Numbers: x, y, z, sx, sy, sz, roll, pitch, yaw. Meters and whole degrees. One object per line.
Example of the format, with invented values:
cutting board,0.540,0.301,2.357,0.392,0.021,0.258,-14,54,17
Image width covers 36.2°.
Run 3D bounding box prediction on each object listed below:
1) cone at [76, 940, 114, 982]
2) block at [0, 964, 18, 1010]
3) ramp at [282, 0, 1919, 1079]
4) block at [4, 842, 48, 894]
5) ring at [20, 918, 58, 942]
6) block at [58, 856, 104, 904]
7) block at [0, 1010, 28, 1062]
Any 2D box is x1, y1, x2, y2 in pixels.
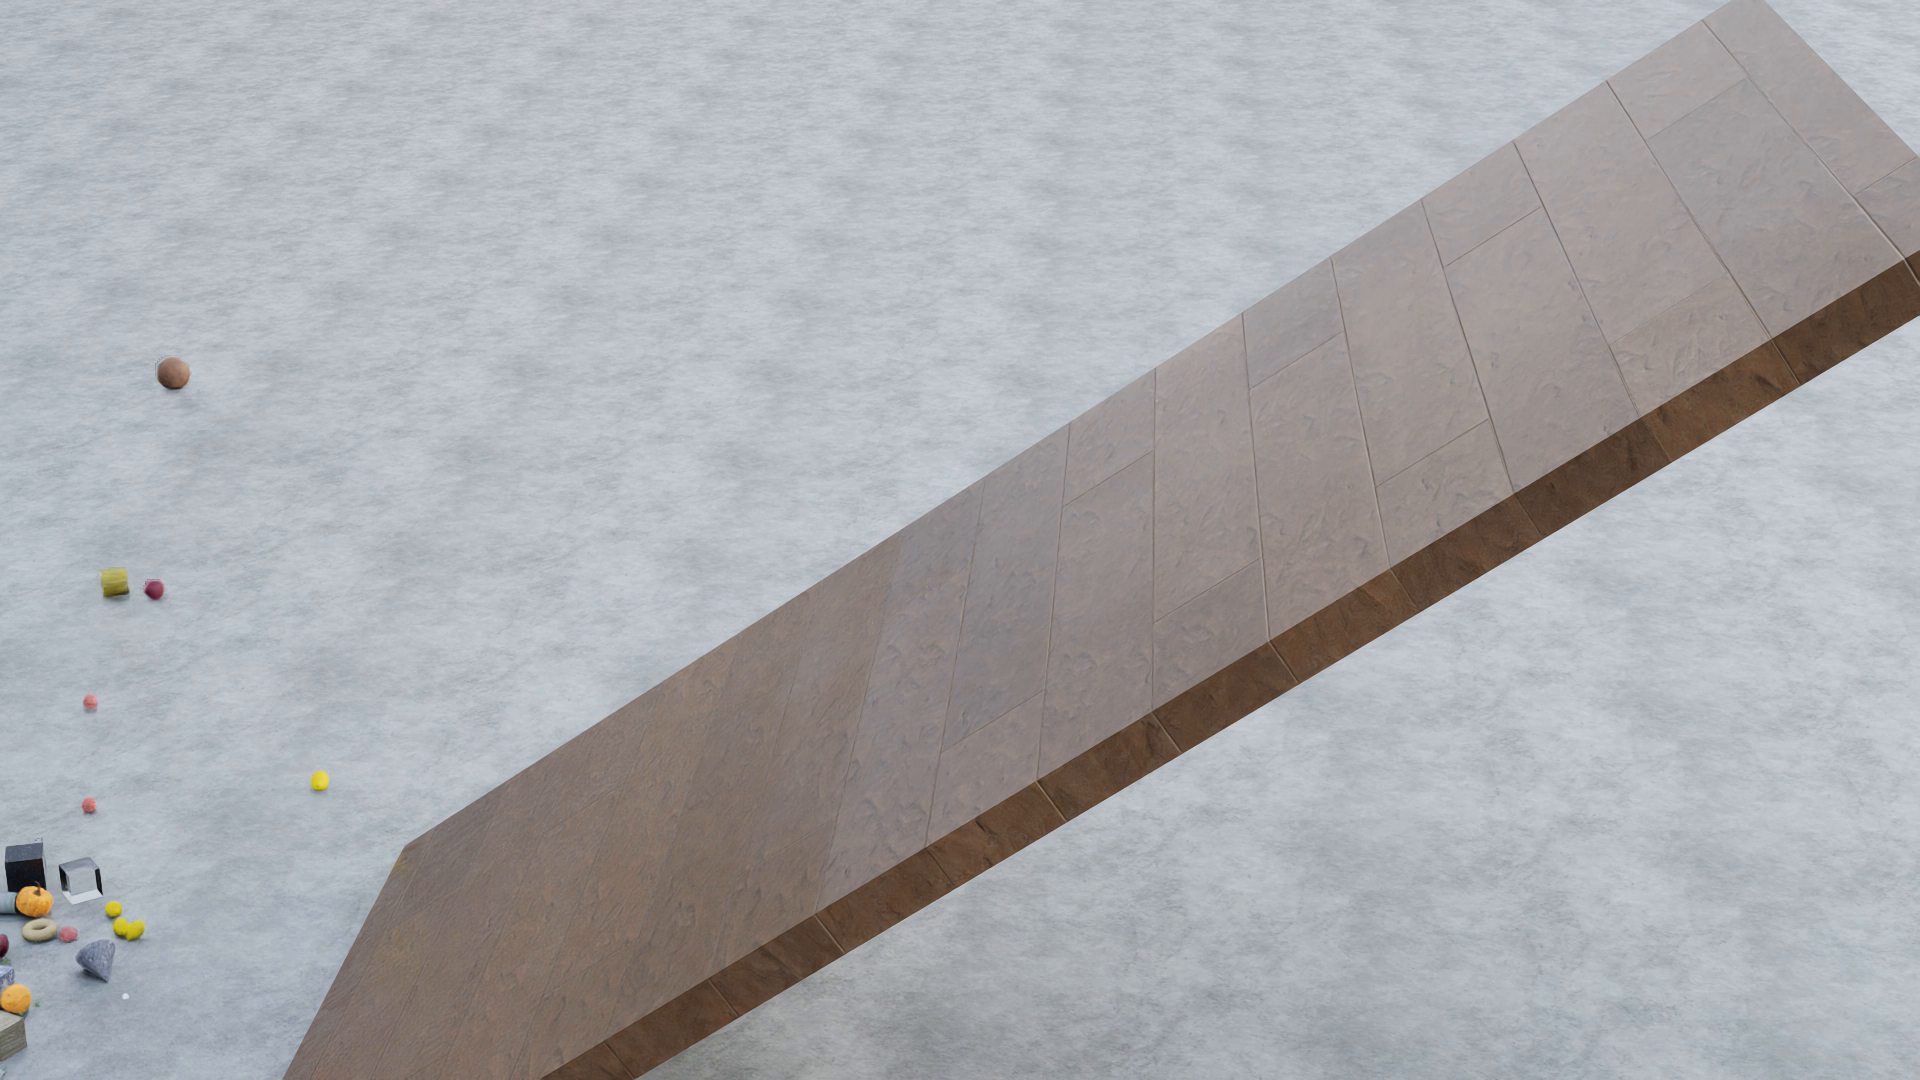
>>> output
cone,-2.117,1.057,7.256,0.099,0.099,0.099,-13,52,-30
block,-2.350,1.086,7.118,0.089,0.089,0.089,9,23,21
ramp,0.136,0.174,6.305,4.000,0.100,2.000,-32,16,15
block,-2.443,0.859,7.693,0.095,0.095,0.095,-5,22,-14
ring,-2.333,0.989,7.451,0.090,0.030,0.090,-1,22,0
block,-2.286,0.885,7.646,0.082,0.082,0.082,-14,25,-32
block,-2.258,1.167,6.927,0.078,0.078,0.078,12,24,27
